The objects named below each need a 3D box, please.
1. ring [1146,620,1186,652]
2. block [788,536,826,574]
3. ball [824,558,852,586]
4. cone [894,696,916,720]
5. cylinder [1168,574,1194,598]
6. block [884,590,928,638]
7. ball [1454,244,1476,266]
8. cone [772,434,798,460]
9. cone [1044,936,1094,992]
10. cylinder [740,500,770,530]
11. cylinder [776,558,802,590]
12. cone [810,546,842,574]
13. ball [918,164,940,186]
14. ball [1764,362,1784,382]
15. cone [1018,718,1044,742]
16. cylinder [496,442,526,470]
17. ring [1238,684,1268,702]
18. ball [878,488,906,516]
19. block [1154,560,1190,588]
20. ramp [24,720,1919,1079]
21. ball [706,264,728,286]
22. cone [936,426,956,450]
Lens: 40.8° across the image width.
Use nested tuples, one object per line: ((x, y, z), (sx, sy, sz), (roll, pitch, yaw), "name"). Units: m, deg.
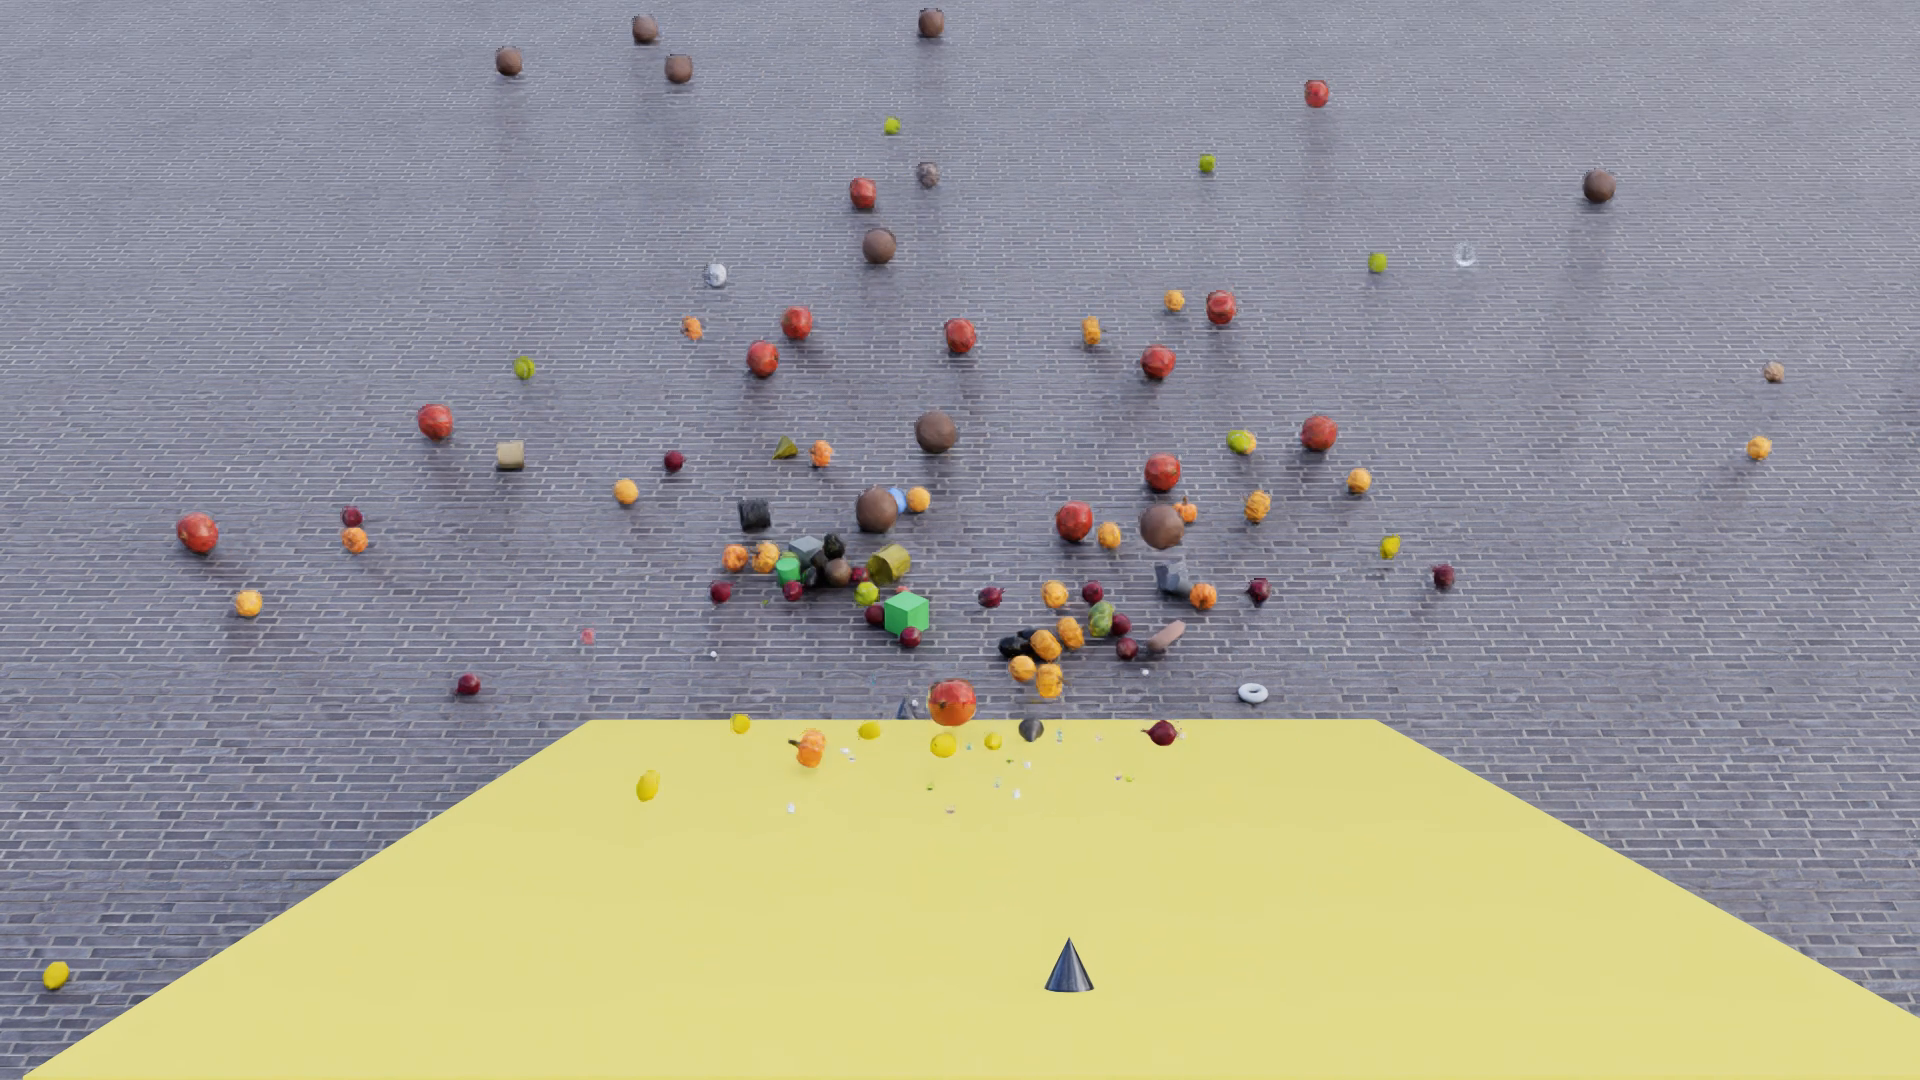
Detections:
((0.563, 0.265, 7.059), (0.041, 0.122, 0.122), (54, 43, 3), "ring")
((-0.445, 0.043, 7.519), (0.076, 0.076, 0.076), (-22, 34, -36), "block")
((-0.351, 0.093, 7.396), (0.080, 0.080, 0.080), (0, 27, 0), "ball")
((-0.142, 0.435, 6.676), (0.065, 0.065, 0.065), (0, -6, 0), "cone")
((0.627, 0.131, 7.347), (0.053, 0.053, 0.053), (28, 13, -29), "cylinder")
((-0.148, 0.208, 7.181), (0.087, 0.087, 0.087), (21, 33, 35), "block")
((1.906, -1.074, 9.729), (0.082, 0.082, 0.082), (0, 27, 0), "ball")
((-0.570, -0.280, 8.205), (0.080, 0.080, 0.080), (-42, 42, -16), "cone")
((0.129, 0.497, 3.038), (0.060, 0.060, 0.060), (0, 1, 0), "cone")
((-0.617, -0.076, 7.750), (0.080, 0.080, 0.080), (-6, 27, -11), "cylinder")
((-0.492, 0.096, 7.416), (0.065, 0.065, 0.065), (-6, 33, 4), "cylinder")
((-0.371, 0.088, 7.459), (0.098, 0.098, 0.098), (-11, 52, -21), "cone")
((-0.128, -1.490, 10.539), (0.094, 0.094, 0.094), (0, 27, 0), "ball")
((2.755, -0.566, 8.735), (0.069, 0.069, 0.069), (0, 27, 0), "ball")
((0.165, 0.455, 6.003), (0.061, 0.061, 0.061), (0, 28, 1), "cone")
((-1.413, -0.265, 8.126), (0.080, 0.080, 0.080), (7, 23, -20), "cylinder")
((0.778, 0.407, 6.853), (0.081, 0.027, 0.081), (0, 25, 0), "ring")
((-0.206, -0.113, 7.818), (0.085, 0.085, 0.085), (0, 27, 0), "ball")
((0.608, 0.096, 7.403), (0.064, 0.064, 0.064), (-19, 10, -29), "block")
((0.061, 0.547, 4.583), (2.000, 0.100, 4.000), (0, 1, 0), "ramp")
((-0.902, -0.982, 9.545), (0.082, 0.082, 0.082), (0, 27, 0), "ball")
((-0.062, -0.314, 8.276), (0.075, 0.075, 0.075), (15, 57, 27), "cone")
